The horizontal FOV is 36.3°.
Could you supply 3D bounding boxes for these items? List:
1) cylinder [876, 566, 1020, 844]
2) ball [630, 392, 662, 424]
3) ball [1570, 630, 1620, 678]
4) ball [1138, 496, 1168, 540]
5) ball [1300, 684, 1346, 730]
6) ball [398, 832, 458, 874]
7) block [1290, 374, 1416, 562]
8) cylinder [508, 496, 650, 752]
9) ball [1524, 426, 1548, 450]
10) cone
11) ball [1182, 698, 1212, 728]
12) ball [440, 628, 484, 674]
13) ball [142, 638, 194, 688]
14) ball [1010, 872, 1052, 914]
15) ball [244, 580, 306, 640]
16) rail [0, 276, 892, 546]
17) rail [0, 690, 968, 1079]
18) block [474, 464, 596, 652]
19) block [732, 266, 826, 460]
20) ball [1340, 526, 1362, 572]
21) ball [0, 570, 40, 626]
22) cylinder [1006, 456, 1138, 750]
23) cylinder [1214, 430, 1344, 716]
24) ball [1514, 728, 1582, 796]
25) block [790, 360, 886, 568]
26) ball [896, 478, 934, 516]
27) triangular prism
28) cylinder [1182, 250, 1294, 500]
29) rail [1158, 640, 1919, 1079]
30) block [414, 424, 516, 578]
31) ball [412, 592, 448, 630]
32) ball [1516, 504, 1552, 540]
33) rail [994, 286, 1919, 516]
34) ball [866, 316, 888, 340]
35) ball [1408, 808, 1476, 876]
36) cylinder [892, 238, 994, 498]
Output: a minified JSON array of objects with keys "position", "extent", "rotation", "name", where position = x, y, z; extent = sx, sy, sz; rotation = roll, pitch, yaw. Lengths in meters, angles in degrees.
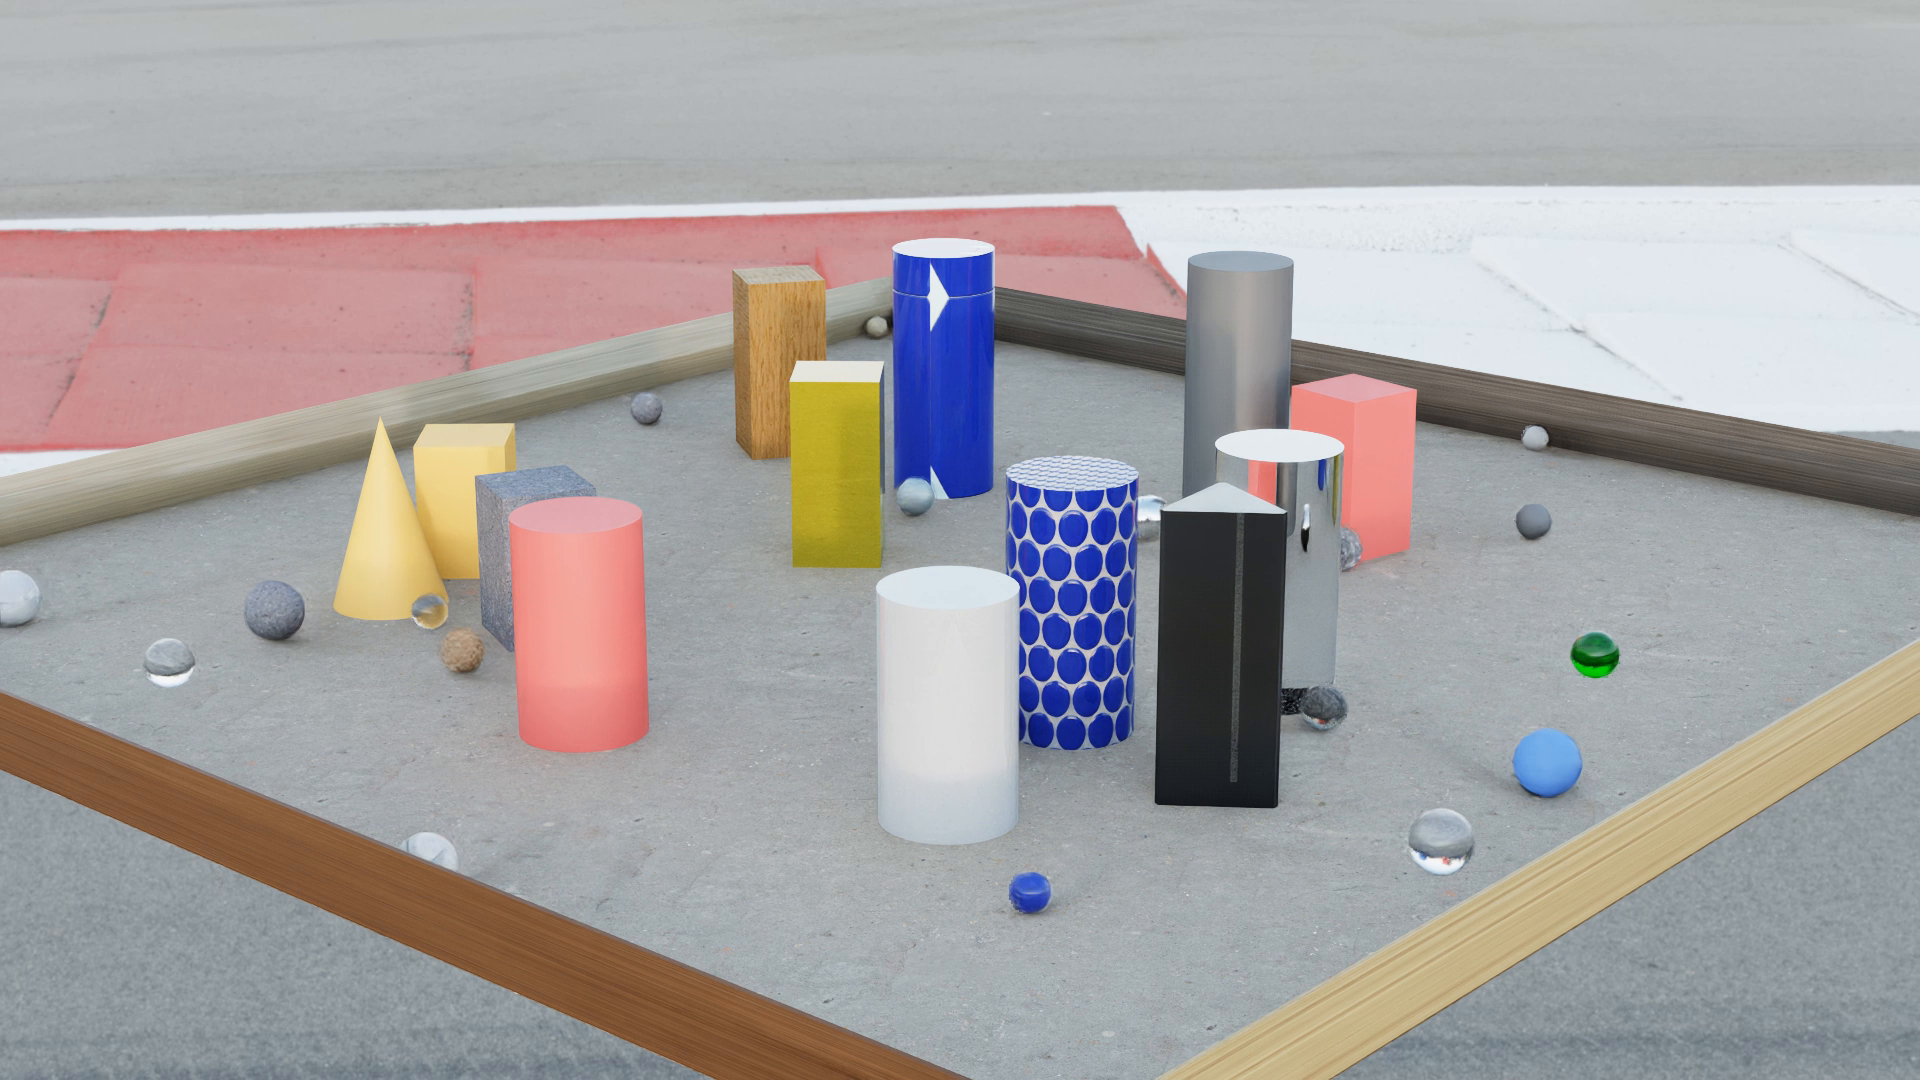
[{"position":[-0.017,0.229,4.100],"extent":[0.199,0.342,0.199],"rotation":[0,17,0],"name":"cylinder"},{"position":[-0.671,-0.281,6.269],"extent":[0.068,0.068,0.068],"rotation":[0,17,0],"name":"ball"},{"position":[1.021,0.183,4.712],"extent":[0.077,0.077,0.077],"rotation":[0,17,0],"name":"ball"},{"position":[0.349,-0.040,5.442],"extent":[0.084,0.084,0.084],"rotation":[0,17,0],"name":"ball"},{"position":[0.556,0.256,4.485],"extent":[0.069,0.069,0.069],"rotation":[0,17,0],"name":"ball"},{"position":[-0.707,0.429,3.881],"extent":[0.086,0.086,0.086],"rotation":[0,17,0],"name":"ball"},{"position":[0.716,-0.132,5.369],"extent":[0.159,0.302,0.159],"rotation":[-13,21,-36],"name":"block"},{"position":[-0.575,0.126,4.441],"extent":[0.199,0.343,0.199],"rotation":[0,17,0],"name":"cylinder"},{"position":[1.191,-0.210,6.064],"extent":[0.051,0.051,0.051],"rotation":[0,17,0],"name":"ball"},{"position":[-0.989,-0.052,5.048],"extent":[0.199,0.334,0.199],"rotation":[0,17,0],"name":"cone"},{"position":[0.363,0.265,4.497],"extent":[0.045,0.045,0.045],"rotation":[0,17,0],"name":"ball"},{"position":[-0.805,0.179,4.735],"extent":[0.072,0.072,0.072],"rotation":[0,17,0],"name":"ball"},{"position":[-1.259,0.196,4.667],"extent":[0.079,0.079,0.079],"rotation":[0,17,0],"name":"ball"},{"position":[0.093,0.460,3.832],"extent":[0.054,0.054,0.054],"rotation":[0,17,0],"name":"ball"},{"position":[-1.143,0.118,4.892],"extent":[0.099,0.099,0.099],"rotation":[0,17,0],"name":"ball"},{"position":[-1.134,-0.252,6.062],"extent":[0.045,0.129,3.138],"rotation":[14,22,39],"name":"rail"},{"position":[-1.013,0.369,4.003],"extent":[3.050,0.129,0.045],"rotation":[14,22,39],"name":"rail"},{"position":[-0.706,0.029,4.903],"extent":[0.159,0.263,0.159],"rotation":[-8,18,-24],"name":"block"},{"position":[-0.371,-0.367,6.039],"extent":[0.159,0.365,0.159],"rotation":[-5,17,-15],"name":"block"},{"position":[0.681,0.016,5.261],"extent":[0.081,0.081,0.081],"rotation":[0,17,0],"name":"ball"},{"position":[-1.606,0.098,4.962],"extent":[0.095,0.095,0.095],"rotation":[0,17,0],"name":"ball"},{"position":[0.168,0.094,4.443],"extent":[0.199,0.404,0.199],"rotation":[0,17,0],"name":"cylinder"},{"position":[0.493,0.049,4.586],"extent":[0.199,0.407,0.199],"rotation":[0,17,0],"name":"cylinder"},{"position":[0.846,0.320,4.222],"extent":[0.097,0.097,0.097],"rotation":[0,17,0],"name":"ball"},{"position":[-0.220,-0.138,5.316],"extent":[0.159,0.344,0.159],"rotation":[0,17,2],"name":"block"},{"position":[-0.086,-0.083,5.603],"extent":[0.073,0.073,0.073],"rotation":[0,17,0],"name":"ball"},{"position":[0.372,0.149,4.201],"extent":[0.172,0.438,0.149],"rotation":[1,17,4],"name":"triangular prism"},{"position":[0.526,-0.288,5.563],"extent":[0.199,0.490,0.199],"rotation":[0,17,0],"name":"cylinder"},{"position":[1.134,0.316,4.177],"extent":[0.045,0.129,3.138],"rotation":[14,22,39],"name":"rail"},{"position":[-0.884,-0.071,5.266],"extent":[0.159,0.244,0.159],"rotation":[-1,17,-2],"name":"block"},{"position":[-0.895,0.120,4.951],"extent":[0.061,0.061,0.061],"rotation":[0,17,0],"name":"ball"},{"position":[1.068,-0.035,5.456],"extent":[0.066,0.066,0.066],"rotation":[0,17,0],"name":"ball"},{"position":[1.013,-0.304,6.237],"extent":[3.050,0.129,0.045],"rotation":[14,22,39],"name":"rail"},{"position":[-0.201,-0.511,7.056],"extent":[0.054,0.054,0.054],"rotation":[0,17,0],"name":"ball"},{"position":[0.649,0.406,3.950],"extent":[0.090,0.090,0.090],"rotation":[0,17,0],"name":"ball"},{"position":[-0.032,-0.337,5.746],"extent":[0.199,0.477,0.199],"rotation":[0,17,0],"name":"cylinder"}]
